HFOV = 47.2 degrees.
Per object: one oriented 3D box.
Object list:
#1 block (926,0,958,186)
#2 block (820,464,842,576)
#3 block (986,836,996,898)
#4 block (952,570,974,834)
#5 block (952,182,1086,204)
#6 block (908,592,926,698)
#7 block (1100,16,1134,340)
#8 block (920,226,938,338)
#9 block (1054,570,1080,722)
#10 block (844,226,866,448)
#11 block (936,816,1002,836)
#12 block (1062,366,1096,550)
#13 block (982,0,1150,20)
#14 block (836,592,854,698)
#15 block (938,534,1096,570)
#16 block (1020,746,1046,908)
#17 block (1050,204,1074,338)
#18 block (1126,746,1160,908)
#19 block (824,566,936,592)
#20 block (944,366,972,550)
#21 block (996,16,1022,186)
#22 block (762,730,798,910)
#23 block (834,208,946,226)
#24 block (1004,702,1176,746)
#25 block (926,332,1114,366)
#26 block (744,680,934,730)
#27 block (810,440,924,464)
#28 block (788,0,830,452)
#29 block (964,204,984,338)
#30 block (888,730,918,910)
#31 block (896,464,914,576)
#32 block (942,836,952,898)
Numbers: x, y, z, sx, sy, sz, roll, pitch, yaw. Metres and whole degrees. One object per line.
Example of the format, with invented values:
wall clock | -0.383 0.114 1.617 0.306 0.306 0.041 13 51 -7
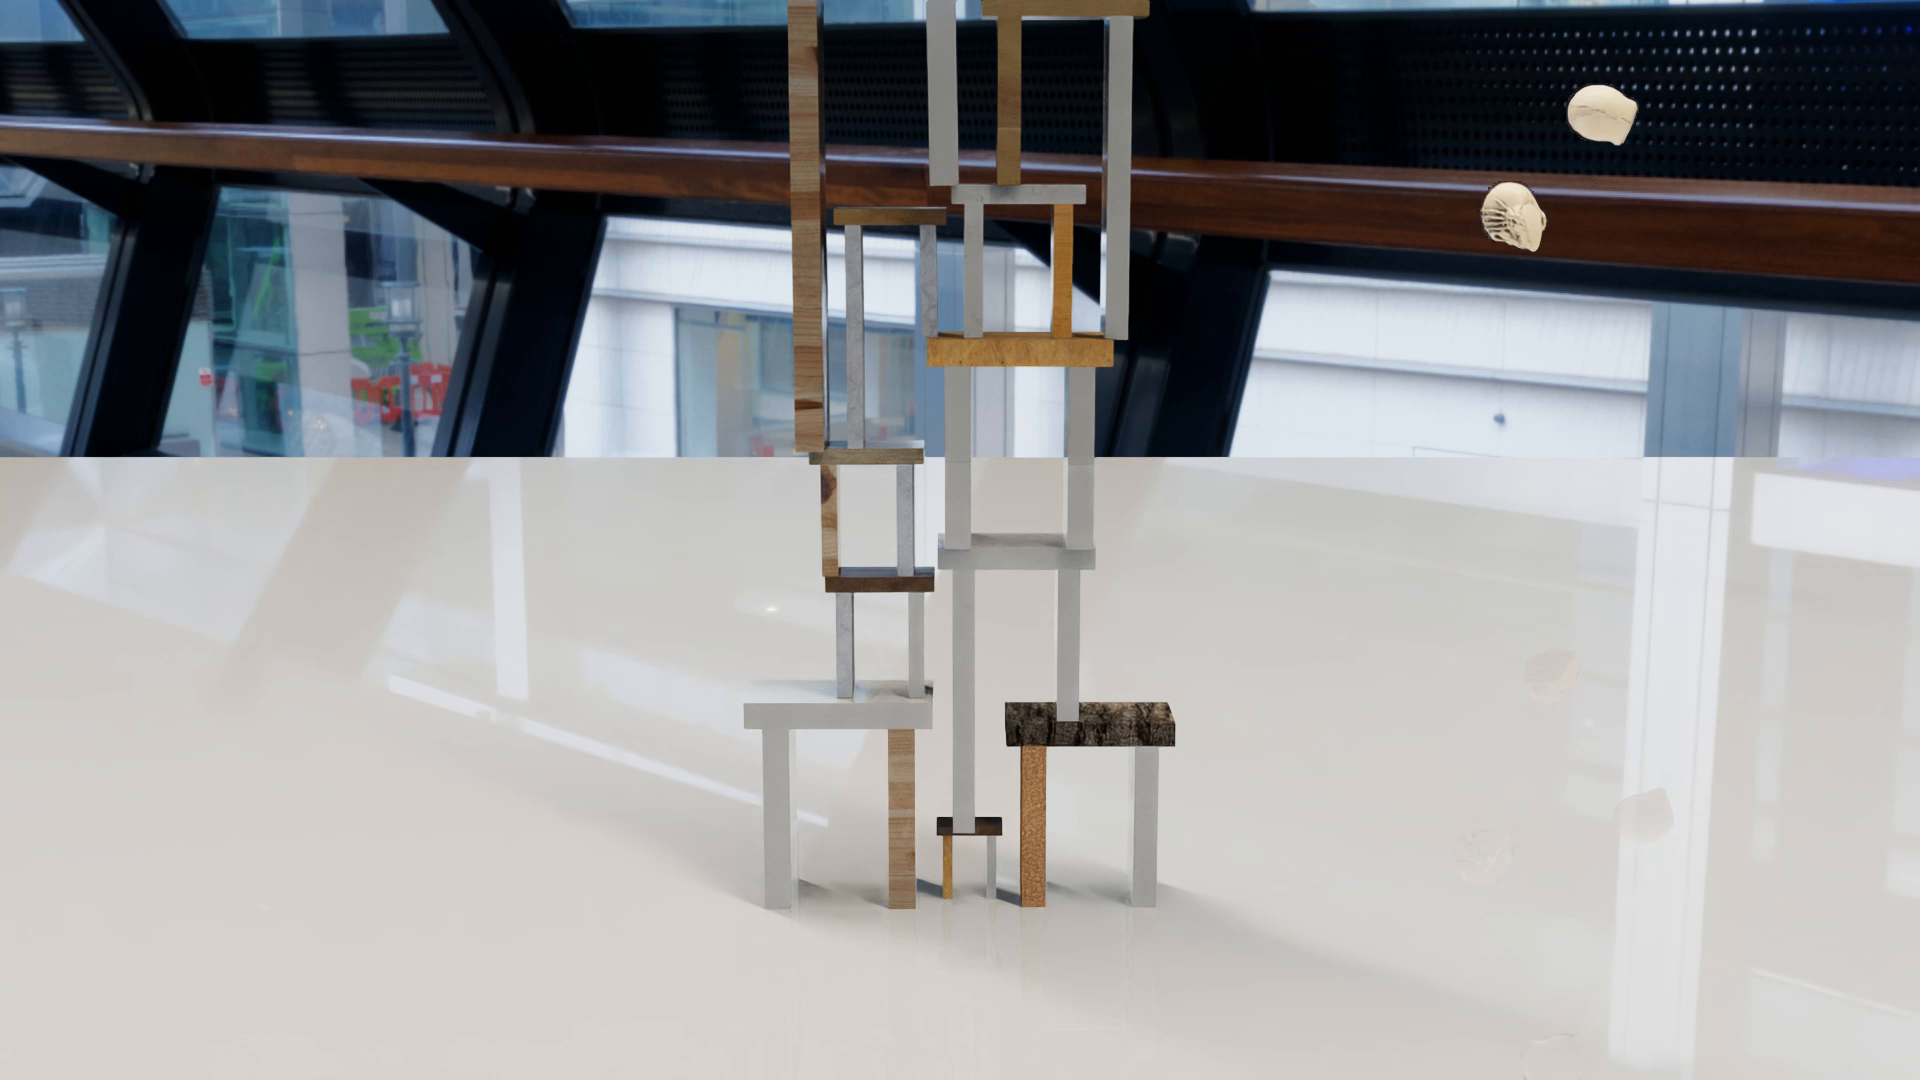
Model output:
block | -0.027 -0.713 3.421 0.044 0.314 0.157 -1 11 0
block | -0.209 -0.039 3.556 0.026 0.182 0.091 0 11 0
block | 0.052 0.536 3.661 0.015 0.109 0.054 0 11 0
block | 0.006 0.251 3.610 0.036 0.439 0.126 0 11 0
block | 0.091 -0.545 3.456 0.209 0.030 0.104 0 11 0
block | -0.070 0.163 3.587 0.025 0.176 0.088 0 11 0
block | 0.245 -0.566 3.450 0.036 0.492 0.127 0 11 0
block | -0.049 -0.412 3.485 0.025 0.175 0.088 -1 11 0
block | 0.174 0.159 3.594 0.036 0.252 0.126 0 11 0
block | -0.167 -0.326 3.503 0.025 0.351 0.088 0 11 0
block | 0.016 0.475 3.650 0.109 0.015 0.054 0 11 0
block | 0.190 -0.141 3.530 0.041 0.291 0.145 0 11 0
block | 0.160 -0.826 3.401 0.254 0.036 0.127 0 11 0
block | -0.187 0.163 3.587 0.025 0.176 0.088 0 11 0
block | 0.090 0.018 3.567 0.252 0.036 0.126 0 11 0
block | 0.121 0.456 3.646 0.039 0.273 0.136 0 11 0
block | 0.160 -0.427 3.478 0.030 0.209 0.104 0 11 0
block | 0.302 0.456 3.646 0.039 0.273 0.136 0 11 0
block | -0.129 0.064 3.569 0.175 0.025 0.088 0 11 0
block | -0.003 -0.141 3.529 0.041 0.291 0.145 0 11 0
block | 0.075 -0.683 3.428 0.036 0.254 0.127 0 11 0
block | -0.297 0.440 3.642 0.043 0.304 0.152 0 11 0
block | -0.109 -0.511 3.467 0.175 0.025 0.088 0 11 0
block | 0.212 0.302 3.618 0.273 0.039 0.136 0 11 0
block | 0.094 -0.304 3.499 0.291 0.041 0.145 0 11 0
block | -0.196 0.270 3.611 0.304 0.043 0.152 0 11 0
block | -0.149 -0.141 3.537 0.182 0.026 0.091 0 11 0
block | -0.237 -0.510 3.461 0.044 0.728 0.157 0 11 0
block | 0.021 -0.428 3.478 0.030 0.209 0.104 0 11 0
block | -0.094 0.440 3.642 0.043 0.304 0.152 0 11 0
block | -0.088 -0.039 3.556 0.026 0.182 0.091 0 11 0
block | -0.021 0.536 3.661 0.015 0.109 0.054 0 11 0
